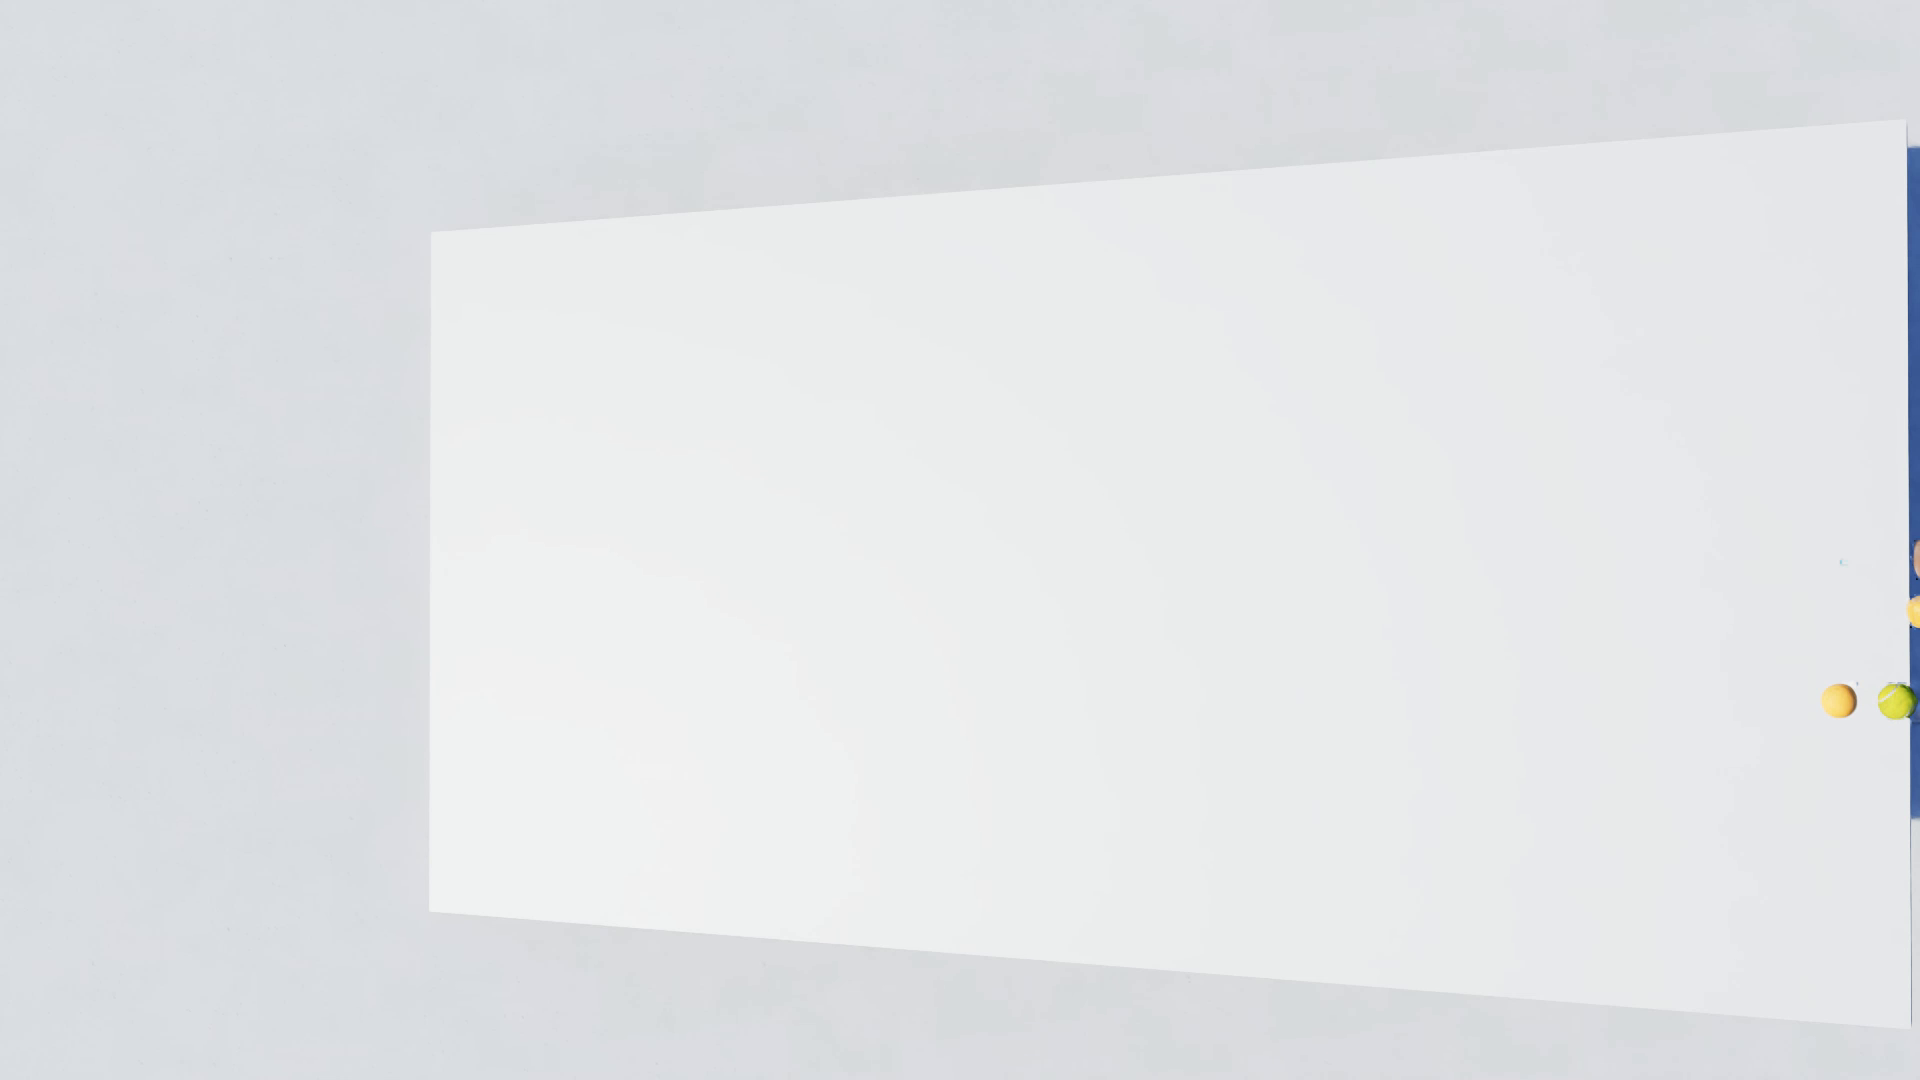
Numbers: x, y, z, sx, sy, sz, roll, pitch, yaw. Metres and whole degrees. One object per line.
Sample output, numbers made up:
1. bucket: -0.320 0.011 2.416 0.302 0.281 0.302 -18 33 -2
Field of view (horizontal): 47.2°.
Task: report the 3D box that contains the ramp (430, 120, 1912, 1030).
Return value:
1. ramp: 0.283 0.083 5.700 4.000 0.100 2.000 0 89 24
